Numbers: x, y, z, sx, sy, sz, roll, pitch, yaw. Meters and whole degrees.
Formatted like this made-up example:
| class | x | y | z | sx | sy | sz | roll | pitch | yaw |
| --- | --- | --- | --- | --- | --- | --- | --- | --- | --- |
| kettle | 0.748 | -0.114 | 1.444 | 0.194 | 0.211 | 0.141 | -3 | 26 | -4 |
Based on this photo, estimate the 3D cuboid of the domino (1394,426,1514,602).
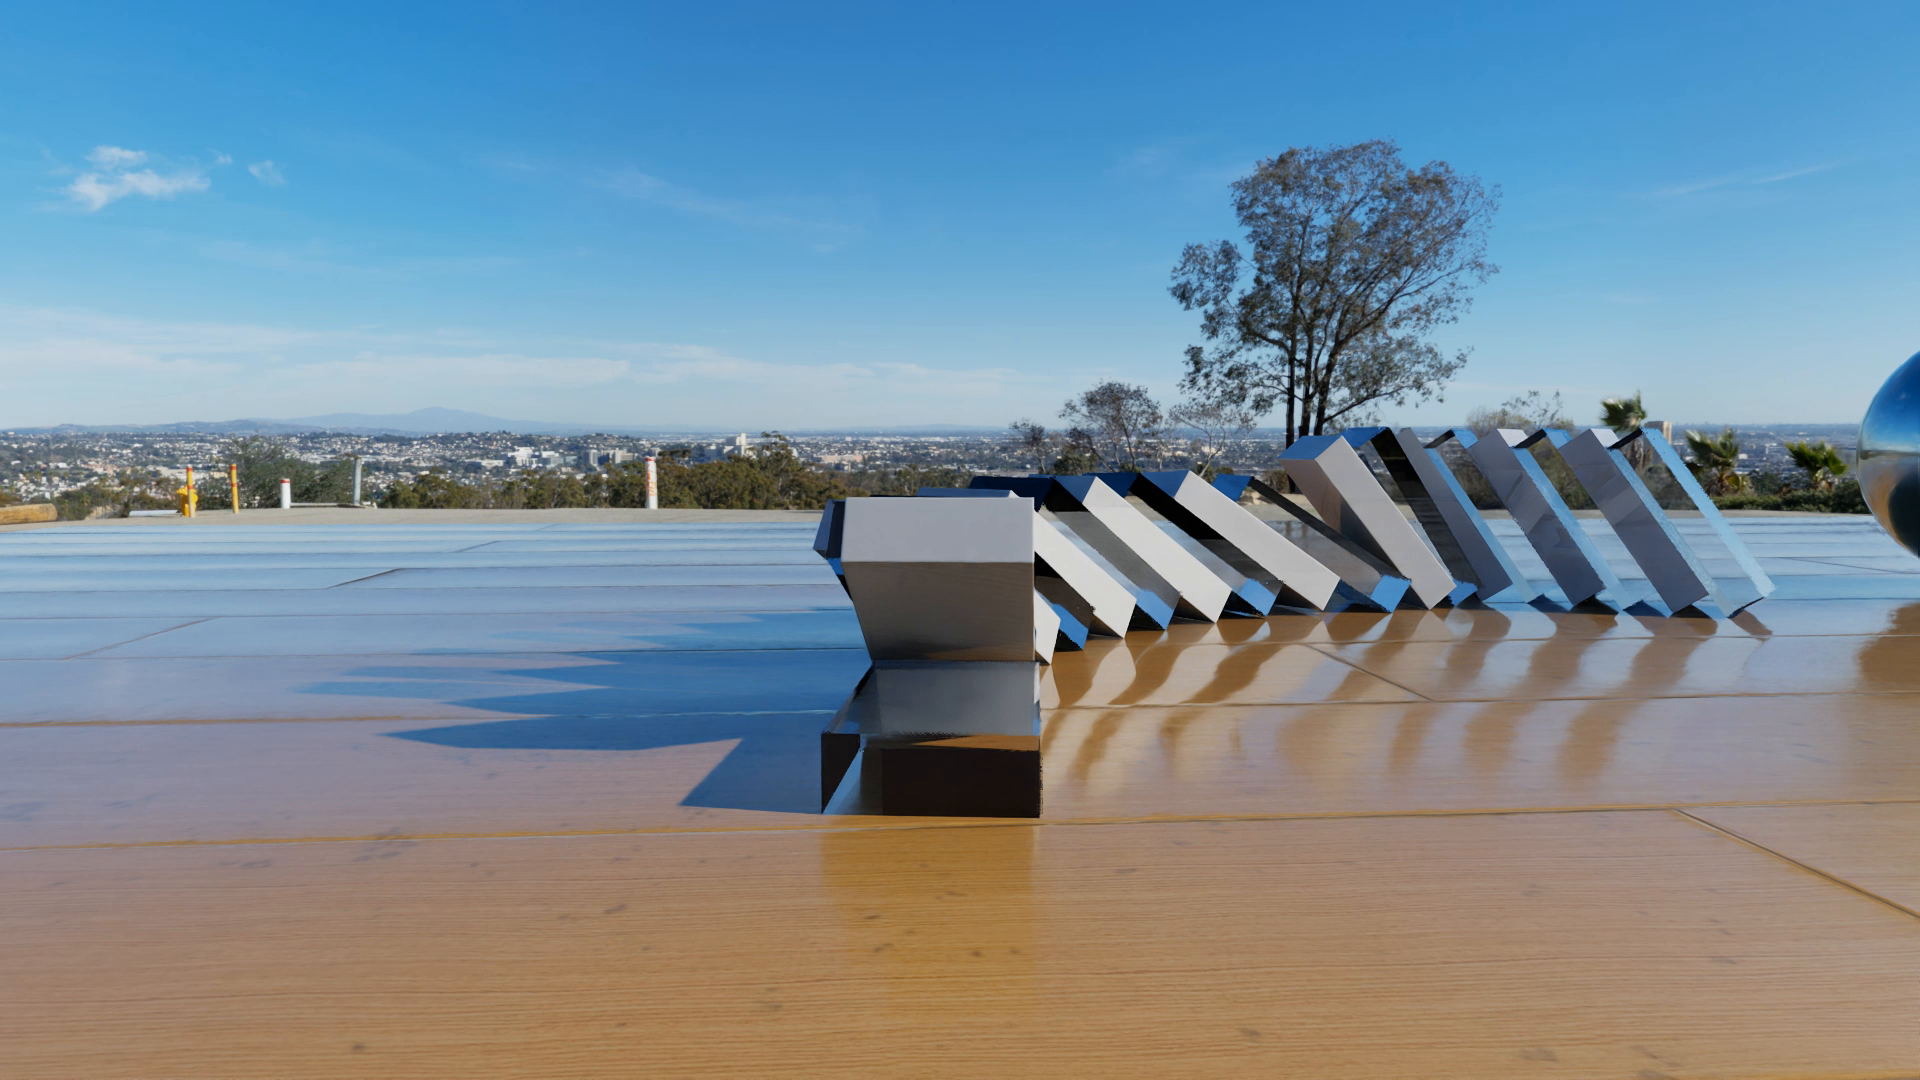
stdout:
| class | x | y | z | sx | sy | sz | roll | pitch | yaw |
| --- | --- | --- | --- | --- | --- | --- | --- | --- | --- |
| domino | 0.134 | -0.008 | 0.358 | 0.009 | 0.050 | 0.025 | -33 | -4 | 14 |

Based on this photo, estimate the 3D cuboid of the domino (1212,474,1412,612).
| class | x | y | z | sx | sy | sz | roll | pitch | yaw |
| --- | --- | --- | --- | --- | --- | --- | --- | --- | --- |
| domino | 0.089 | 0.000 | 0.332 | 0.050 | 0.010 | 0.025 | 32 | -1 | -9 |

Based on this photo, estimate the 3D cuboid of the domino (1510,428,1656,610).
| class | x | y | z | sx | sy | sz | roll | pitch | yaw |
| --- | --- | --- | --- | --- | --- | --- | --- | --- | --- |
| domino | 0.169 | -0.006 | 0.343 | 0.009 | 0.050 | 0.025 | -39 | -20 | 33 |

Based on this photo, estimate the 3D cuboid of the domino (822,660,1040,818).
| class | x | y | z | sx | sy | sz | roll | pitch | yaw |
| --- | --- | --- | --- | --- | --- | --- | --- | --- | --- |
| domino | -0.002 | 0.025 | 0.171 | 0.025 | 0.009 | 0.050 | 0 | 4 | 3 |

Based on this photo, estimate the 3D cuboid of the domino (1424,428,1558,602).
| class | x | y | z | sx | sy | sz | roll | pitch | yaw |
| --- | --- | --- | --- | --- | --- | --- | --- | --- | --- |
| domino | 0.150 | -0.008 | 0.357 | 0.010 | 0.050 | 0.025 | -38 | -17 | 30 |

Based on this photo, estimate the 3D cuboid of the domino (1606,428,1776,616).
| class | x | y | z | sx | sy | sz | roll | pitch | yaw |
| --- | --- | --- | --- | --- | --- | --- | --- | --- | --- |
| domino | 0.188 | -0.005 | 0.329 | 0.010 | 0.050 | 0.025 | -39 | -20 | 33 |

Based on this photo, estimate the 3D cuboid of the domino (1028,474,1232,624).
| class | x | y | z | sx | sy | sz | roll | pitch | yaw |
| --- | --- | --- | --- | --- | --- | --- | --- | --- | --- |
| domino | 0.039 | 0.002 | 0.304 | 0.050 | 0.010 | 0.025 | 36 | -16 | -29 |

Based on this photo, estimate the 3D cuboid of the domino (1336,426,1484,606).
| class | x | y | z | sx | sy | sz | roll | pitch | yaw |
| --- | --- | --- | --- | --- | --- | --- | --- | --- | --- |
| domino | 0.119 | -0.007 | 0.347 | 0.009 | 0.050 | 0.025 | -34 | 8 | -4 |

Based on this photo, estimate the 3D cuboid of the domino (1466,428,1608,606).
| class | x | y | z | sx | sy | sz | roll | pitch | yaw |
| --- | --- | --- | --- | --- | --- | --- | --- | --- | --- |
| domino | 0.160 | -0.007 | 0.351 | 0.009 | 0.050 | 0.025 | -39 | -20 | 33 |

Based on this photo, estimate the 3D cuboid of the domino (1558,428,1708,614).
| class | x | y | z | sx | sy | sz | roll | pitch | yaw |
| --- | --- | --- | --- | --- | --- | --- | --- | --- | --- |
| domino | 0.178 | -0.006 | 0.336 | 0.010 | 0.050 | 0.025 | -39 | -20 | 33 |

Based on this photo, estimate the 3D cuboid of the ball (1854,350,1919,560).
| class | x | y | z | sx | sy | sz | roll | pitch | yaw |
| --- | --- | --- | --- | --- | --- | --- | --- | --- | --- |
| ball | 0.314 | -0.026 | 0.380 | 0.080 | 0.080 | 0.080 | 0 | 4 | 0 |

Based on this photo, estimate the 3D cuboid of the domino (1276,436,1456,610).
| class | x | y | z | sx | sy | sz | roll | pitch | yaw |
| --- | --- | --- | --- | --- | --- | --- | --- | --- | --- |
| domino | 0.106 | -0.005 | 0.337 | 0.010 | 0.050 | 0.025 | -40 | 8 | -3 |

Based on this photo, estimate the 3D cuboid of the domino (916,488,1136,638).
| class | x | y | z | sx | sy | sz | roll | pitch | yaw |
| --- | --- | --- | --- | --- | --- | --- | --- | --- | --- |
| domino | 0.014 | 0.005 | 0.274 | 0.025 | 0.009 | 0.050 | 4 | -25 | 42 |

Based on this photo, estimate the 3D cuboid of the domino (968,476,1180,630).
| class | x | y | z | sx | sy | sz | roll | pitch | yaw |
| --- | --- | --- | --- | --- | --- | --- | --- | --- | --- |
| domino | 0.025 | 0.003 | 0.290 | 0.025 | 0.009 | 0.050 | 5 | -27 | 49 |

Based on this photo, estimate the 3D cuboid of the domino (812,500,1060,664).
| class | x | y | z | sx | sy | sz | roll | pitch | yaw |
| --- | --- | --- | --- | --- | --- | --- | --- | --- | --- |
| domino | -0.003 | 0.008 | 0.235 | 0.025 | 0.010 | 0.050 | 2 | -25 | 28 |

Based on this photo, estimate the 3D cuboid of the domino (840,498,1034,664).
| class | x | y | z | sx | sy | sz | roll | pitch | yaw |
| --- | --- | --- | --- | --- | --- | --- | --- | --- | --- |
| domino | -0.002 | 0.010 | 0.190 | 0.025 | 0.010 | 0.050 | 0 | -27 | 4 |

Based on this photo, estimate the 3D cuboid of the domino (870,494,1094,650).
| class | x | y | z | sx | sy | sz | roll | pitch | yaw |
| --- | --- | --- | --- | --- | --- | --- | --- | --- | --- |
| domino | 0.004 | 0.007 | 0.255 | 0.025 | 0.009 | 0.050 | 3 | -24 | 34 |

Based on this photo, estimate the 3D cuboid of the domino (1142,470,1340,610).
| class | x | y | z | sx | sy | sz | roll | pitch | yaw |
| --- | --- | --- | --- | --- | --- | --- | --- | --- | --- |
| domino | 0.068 | 0.000 | 0.324 | 0.050 | 0.009 | 0.025 | 33 | -9 | -17 |

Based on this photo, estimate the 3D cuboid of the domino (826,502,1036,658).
| class | x | y | z | sx | sy | sz | roll | pitch | yaw |
| --- | --- | --- | --- | --- | --- | --- | --- | --- | --- |
| domino | -0.003 | 0.010 | 0.212 | 0.025 | 0.009 | 0.050 | 0 | -27 | 11 |

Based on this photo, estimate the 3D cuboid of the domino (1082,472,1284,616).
| class | x | y | z | sx | sy | sz | roll | pitch | yaw |
| --- | --- | --- | --- | --- | --- | --- | --- | --- | --- |
| domino | 0.053 | 0.001 | 0.315 | 0.050 | 0.010 | 0.025 | 34 | -12 | -23 |
